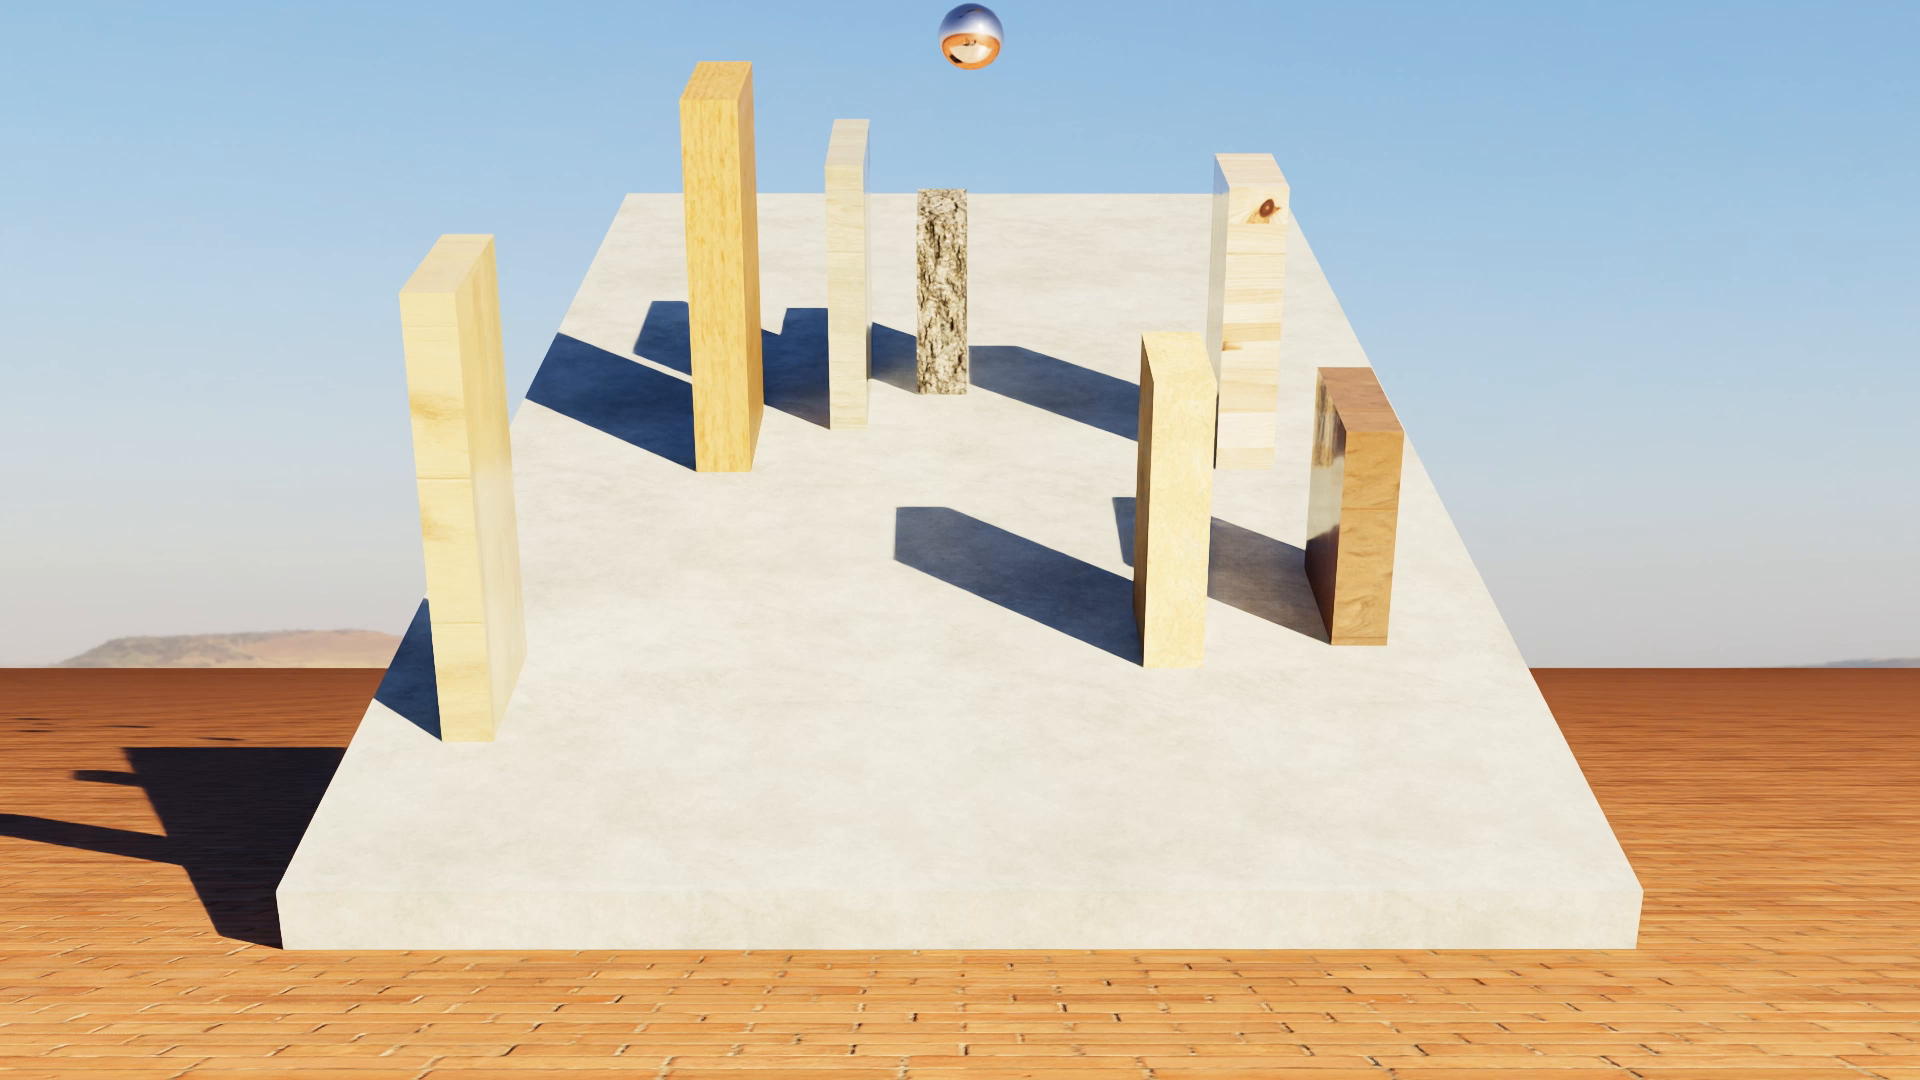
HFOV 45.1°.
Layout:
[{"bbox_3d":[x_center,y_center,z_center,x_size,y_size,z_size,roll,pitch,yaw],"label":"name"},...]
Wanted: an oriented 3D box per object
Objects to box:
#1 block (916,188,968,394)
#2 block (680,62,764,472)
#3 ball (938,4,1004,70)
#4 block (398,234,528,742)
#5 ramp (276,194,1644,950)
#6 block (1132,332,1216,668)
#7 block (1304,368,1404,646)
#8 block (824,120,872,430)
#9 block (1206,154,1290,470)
[{"bbox_3d":[-0.042,-0.586,5.436,0.115,0.409,0.306,0,23,0],"label":"block"},{"bbox_3d":[-0.503,-0.585,4.938,0.115,0.797,0.378,0,23,0],"label":"block"},{"bbox_3d":[0.033,-1.503,6.911,0.197,0.197,0.197,0,-3,0],"label":"ball"},{"bbox_3d":[-0.809,-0.085,3.803,0.084,0.768,0.328,0,23,0],"label":"block"},{"bbox_3d":[-0.007,-0.226,5.242,2.000,0.100,4.000,0,23,0],"label":"ramp"},{"bbox_3d":[0.375,-0.073,4.084,0.105,0.529,0.274,0,23,0],"label":"block"},{"bbox_3d":[0.715,-0.066,4.223,0.100,0.409,0.344,0,23,0],"label":"block"},{"bbox_3d":[-0.248,-0.606,5.237,0.081,0.602,0.432,0,23,0],"label":"block"},{"bbox_3d":[0.608,-0.490,4.954,0.122,0.615,0.288,0,23,0],"label":"block"}]
